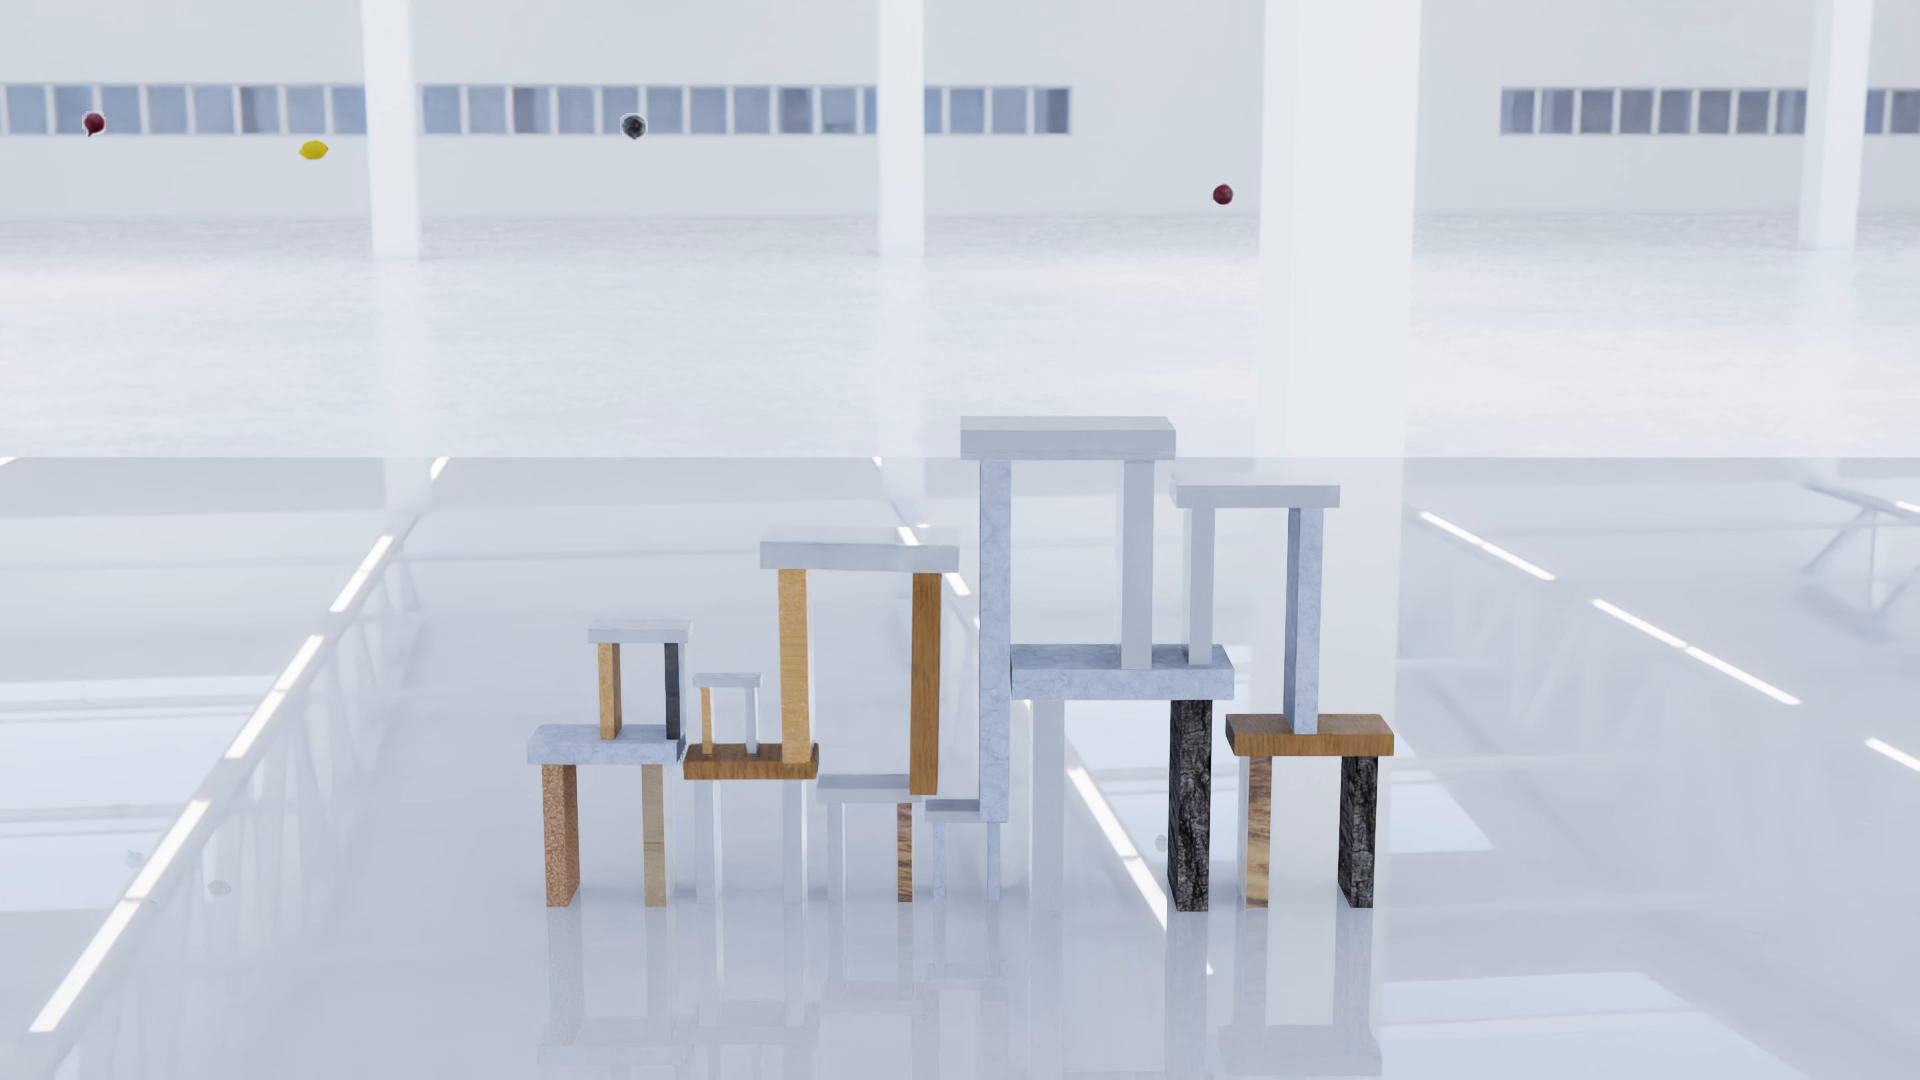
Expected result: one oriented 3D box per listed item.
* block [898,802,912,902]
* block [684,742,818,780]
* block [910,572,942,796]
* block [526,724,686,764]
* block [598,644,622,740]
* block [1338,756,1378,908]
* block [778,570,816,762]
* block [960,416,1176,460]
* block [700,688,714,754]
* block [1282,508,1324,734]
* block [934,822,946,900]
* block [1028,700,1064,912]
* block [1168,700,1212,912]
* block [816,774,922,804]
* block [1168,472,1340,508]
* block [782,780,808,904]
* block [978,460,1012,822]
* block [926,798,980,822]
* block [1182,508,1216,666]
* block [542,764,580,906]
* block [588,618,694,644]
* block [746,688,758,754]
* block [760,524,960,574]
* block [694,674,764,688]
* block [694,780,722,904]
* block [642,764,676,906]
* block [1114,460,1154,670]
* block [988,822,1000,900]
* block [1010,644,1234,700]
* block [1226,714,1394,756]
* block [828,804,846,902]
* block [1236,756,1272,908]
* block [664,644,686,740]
[{"bbox_3d":[-0.091,0.505,3.654,0.024,0.172,0.086,0,11,-1],"label":"block"},{"bbox_3d":[-0.343,0.364,3.622,0.215,0.030,0.108,0,11,-2],"label":"block"},{"bbox_3d":[-0.056,0.218,3.596,0.045,0.365,0.158,1,11,0],"label":"block"},{"bbox_3d":[-0.580,0.336,3.618,0.242,0.034,0.121,0,11,0],"label":"block"},{"bbox_3d":[-0.574,0.238,3.607,0.023,0.161,0.081,0,11,0],"label":"block"},{"bbox_3d":[0.658,0.464,3.641,0.036,0.257,0.129,0,11,0],"label":"block"},{"bbox_3d":[-0.266,0.189,3.596,0.045,0.316,0.158,-1,10,-1],"label":"block"},{"bbox_3d":[0.169,-0.164,3.527,0.338,0.048,0.169,0,11,0],"label":"block"},{"bbox_3d":[-0.414,0.293,3.612,0.015,0.109,0.054,-1,4,-1],"label":"block"},{"bbox_3d":[0.558,0.120,3.578,0.037,0.370,0.129,0,11,0],"label":"block"},{"bbox_3d":[-0.034,0.524,3.655,0.019,0.135,0.068,0,11,0],"label":"block"},{"bbox_3d":[0.142,0.415,3.639,0.050,0.356,0.178,0,11,0],"label":"block"},{"bbox_3d":[0.379,0.415,3.639,0.050,0.356,0.178,0,11,0],"label":"block"},{"bbox_3d":[-0.149,0.410,3.631,0.172,0.024,0.086,0,11,-1],"label":"block"},{"bbox_3d":[0.472,-0.080,3.541,0.258,0.037,0.129,0,11,0],"label":"block"},{"bbox_3d":[-0.274,0.483,3.653,0.030,0.215,0.108,0,10,0],"label":"block"},{"bbox_3d":[0.056,0.149,3.584,0.048,0.589,0.169,0,11,0],"label":"block"},{"bbox_3d":[0.010,0.448,3.641,0.135,0.019,0.067,0,11,0],"label":"block"},{"bbox_3d":[0.386,0.065,3.568,0.037,0.258,0.129,0,11,0],"label":"block"},{"bbox_3d":[-0.661,0.472,3.643,0.034,0.242,0.121,0,11,0],"label":"block"},{"bbox_3d":[-0.520,0.148,3.590,0.161,0.023,0.081,0,11,0],"label":"block"},{"bbox_3d":[-0.342,0.293,3.612,0.015,0.109,0.054,-1,5,-1],"label":"block"},{"bbox_3d":[-0.159,0.013,3.563,0.316,0.045,0.158,2,11,0],"label":"block"},{"bbox_3d":[-0.380,0.230,3.608,0.109,0.015,0.054,0,4,0],"label":"block"},{"bbox_3d":[-0.418,0.484,3.653,0.030,0.215,0.108,0,11,0],"label":"block"},{"bbox_3d":[-0.499,0.472,3.643,0.034,0.242,0.121,0,11,0],"label":"block"},{"bbox_3d":[0.281,0.025,3.562,0.048,0.338,0.169,0,11,0],"label":"block"},{"bbox_3d":[0.056,0.524,3.655,0.019,0.135,0.068,0,11,0],"label":"block"},{"bbox_3d":[0.261,0.215,3.602,0.355,0.050,0.178,0,11,0],"label":"block"},{"bbox_3d":[0.572,0.320,3.614,0.257,0.036,0.129,0,11,0],"label":"block"},{"bbox_3d":[-0.205,0.505,3.654,0.024,0.172,0.086,0,11,0],"label":"block"},{"bbox_3d":[0.486,0.464,3.641,0.036,0.257,0.129,0,11,0],"label":"block"},{"bbox_3d":[-0.467,0.238,3.607,0.023,0.161,0.081,0,11,0],"label":"block"}]
